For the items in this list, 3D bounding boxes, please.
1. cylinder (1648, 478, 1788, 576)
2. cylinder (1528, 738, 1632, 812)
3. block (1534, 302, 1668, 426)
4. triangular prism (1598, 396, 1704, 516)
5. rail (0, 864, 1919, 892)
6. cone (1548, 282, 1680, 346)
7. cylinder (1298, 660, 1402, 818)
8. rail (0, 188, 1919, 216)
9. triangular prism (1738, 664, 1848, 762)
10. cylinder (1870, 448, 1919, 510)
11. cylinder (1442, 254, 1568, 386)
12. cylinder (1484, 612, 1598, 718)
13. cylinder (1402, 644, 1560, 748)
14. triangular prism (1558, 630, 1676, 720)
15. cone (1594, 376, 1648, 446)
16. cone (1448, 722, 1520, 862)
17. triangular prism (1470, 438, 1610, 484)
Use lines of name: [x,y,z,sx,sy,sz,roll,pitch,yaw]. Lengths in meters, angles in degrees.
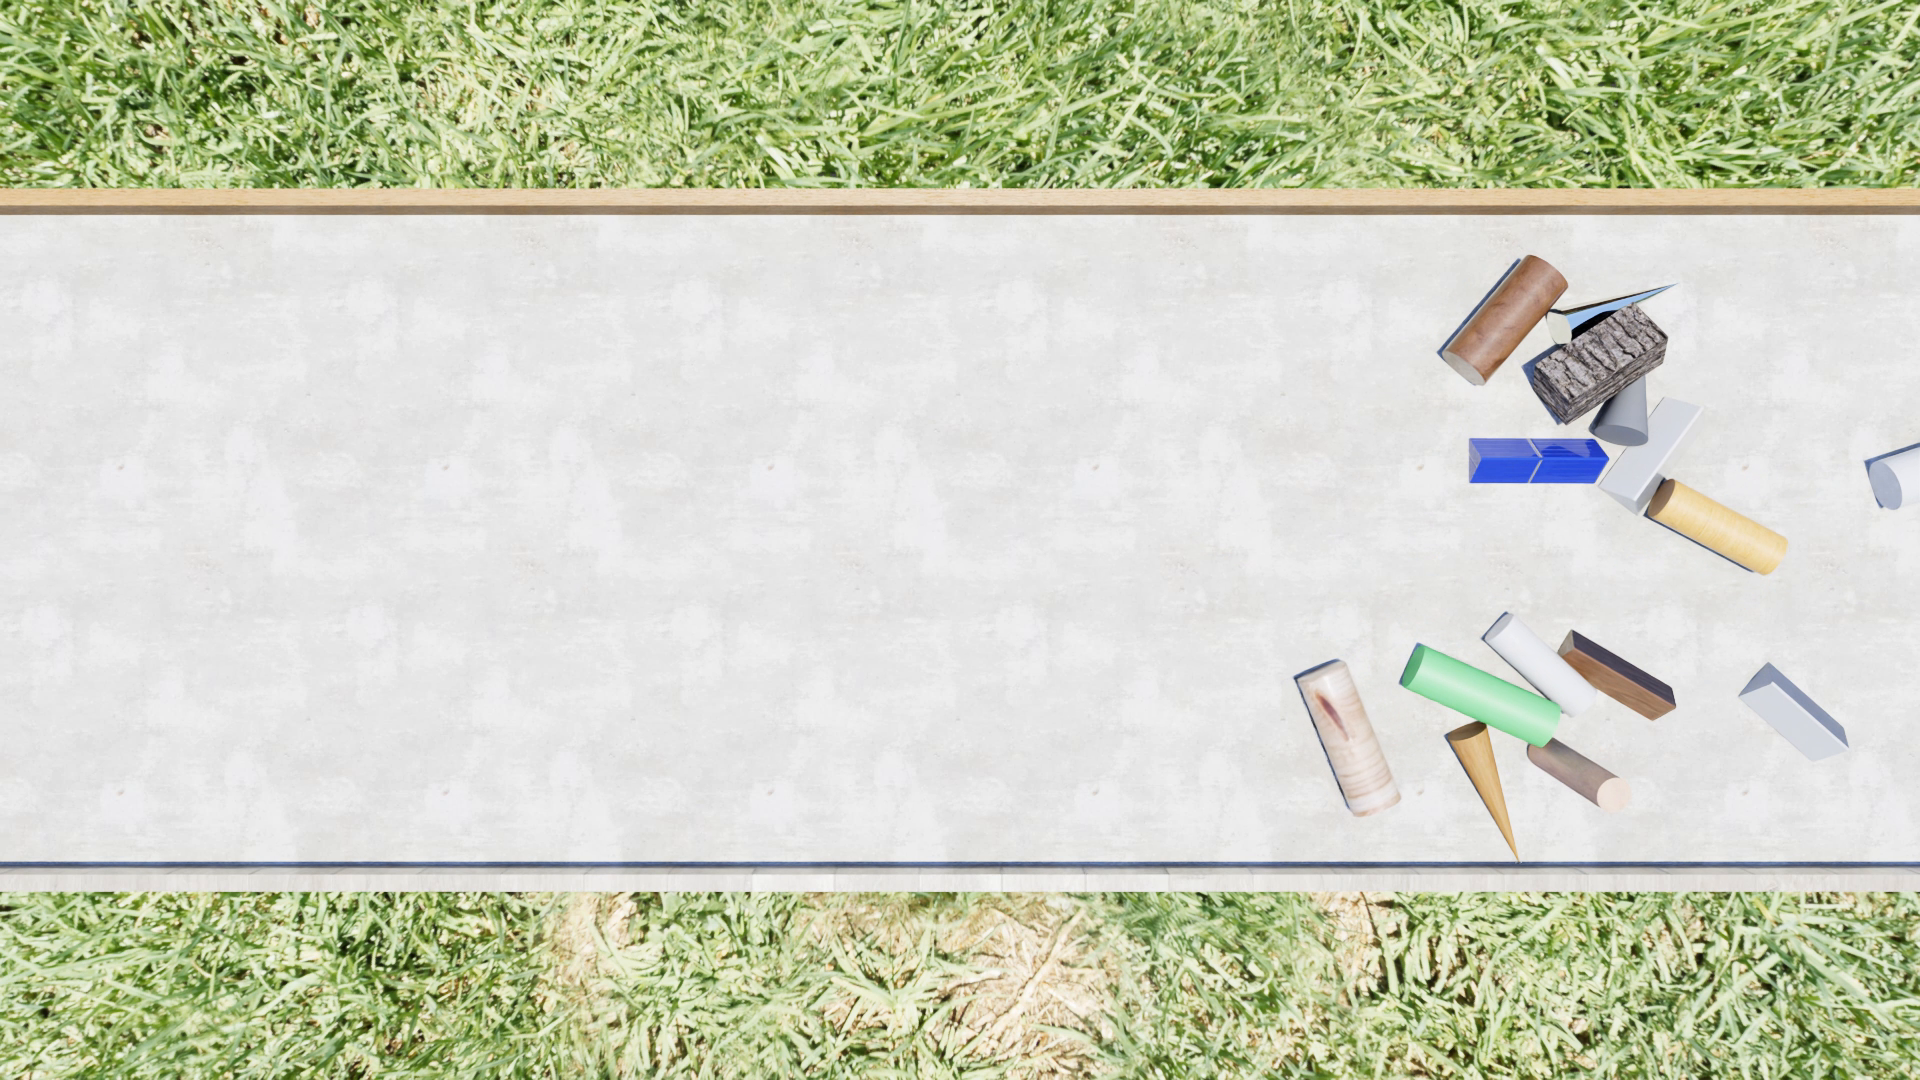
cylinder: [2.300,-0.040,5.010,0.383,0.134,0.134,28,90,0]
cylinder: [1.821,0.685,4.864,0.103,0.413,0.103,-1,100,-8]
block: [1.927,-0.530,4.970,0.350,0.157,0.157,-33,61,0]
triangular prism: [2.125,-0.258,5.008,0.149,0.129,0.346,37,90,0]
rail: [-2.247,1.025,5.001,12.000,0.150,0.050,0,90,0]
cone: [2.020,-0.719,5.046,0.427,0.123,0.123,-20,90,-8]
cylinder: [1.179,0.603,4.999,0.155,0.155,0.445,-22,90,0]
rail: [-2.247,-1.025,5.002,12.000,0.150,0.050,0,90,0]
triangular prism: [2.554,0.529,5.013,0.306,0.121,0.140,41,90,0]
cylinder: [2.959,-0.215,4.998,0.325,0.158,0.158,-18,90,0]
cylinder: [1.650,-0.665,4.996,0.161,0.161,0.384,41,90,0]
cylinder: [1.767,0.381,5.018,0.345,0.117,0.117,42,90,0]
cylinder: [1.579,0.473,5.001,0.445,0.143,0.143,24,90,1]
triangular prism: [2.004,0.416,5.022,0.358,0.103,0.118,30,90,0]
cone: [2.055,-0.469,5.038,0.155,0.155,0.331,18,77,0]
cone: [1.634,0.791,5.046,0.122,0.122,0.460,-24,98,0]
triangular prism: [1.759,-0.244,5.014,0.386,0.118,0.137,0,90,0]
